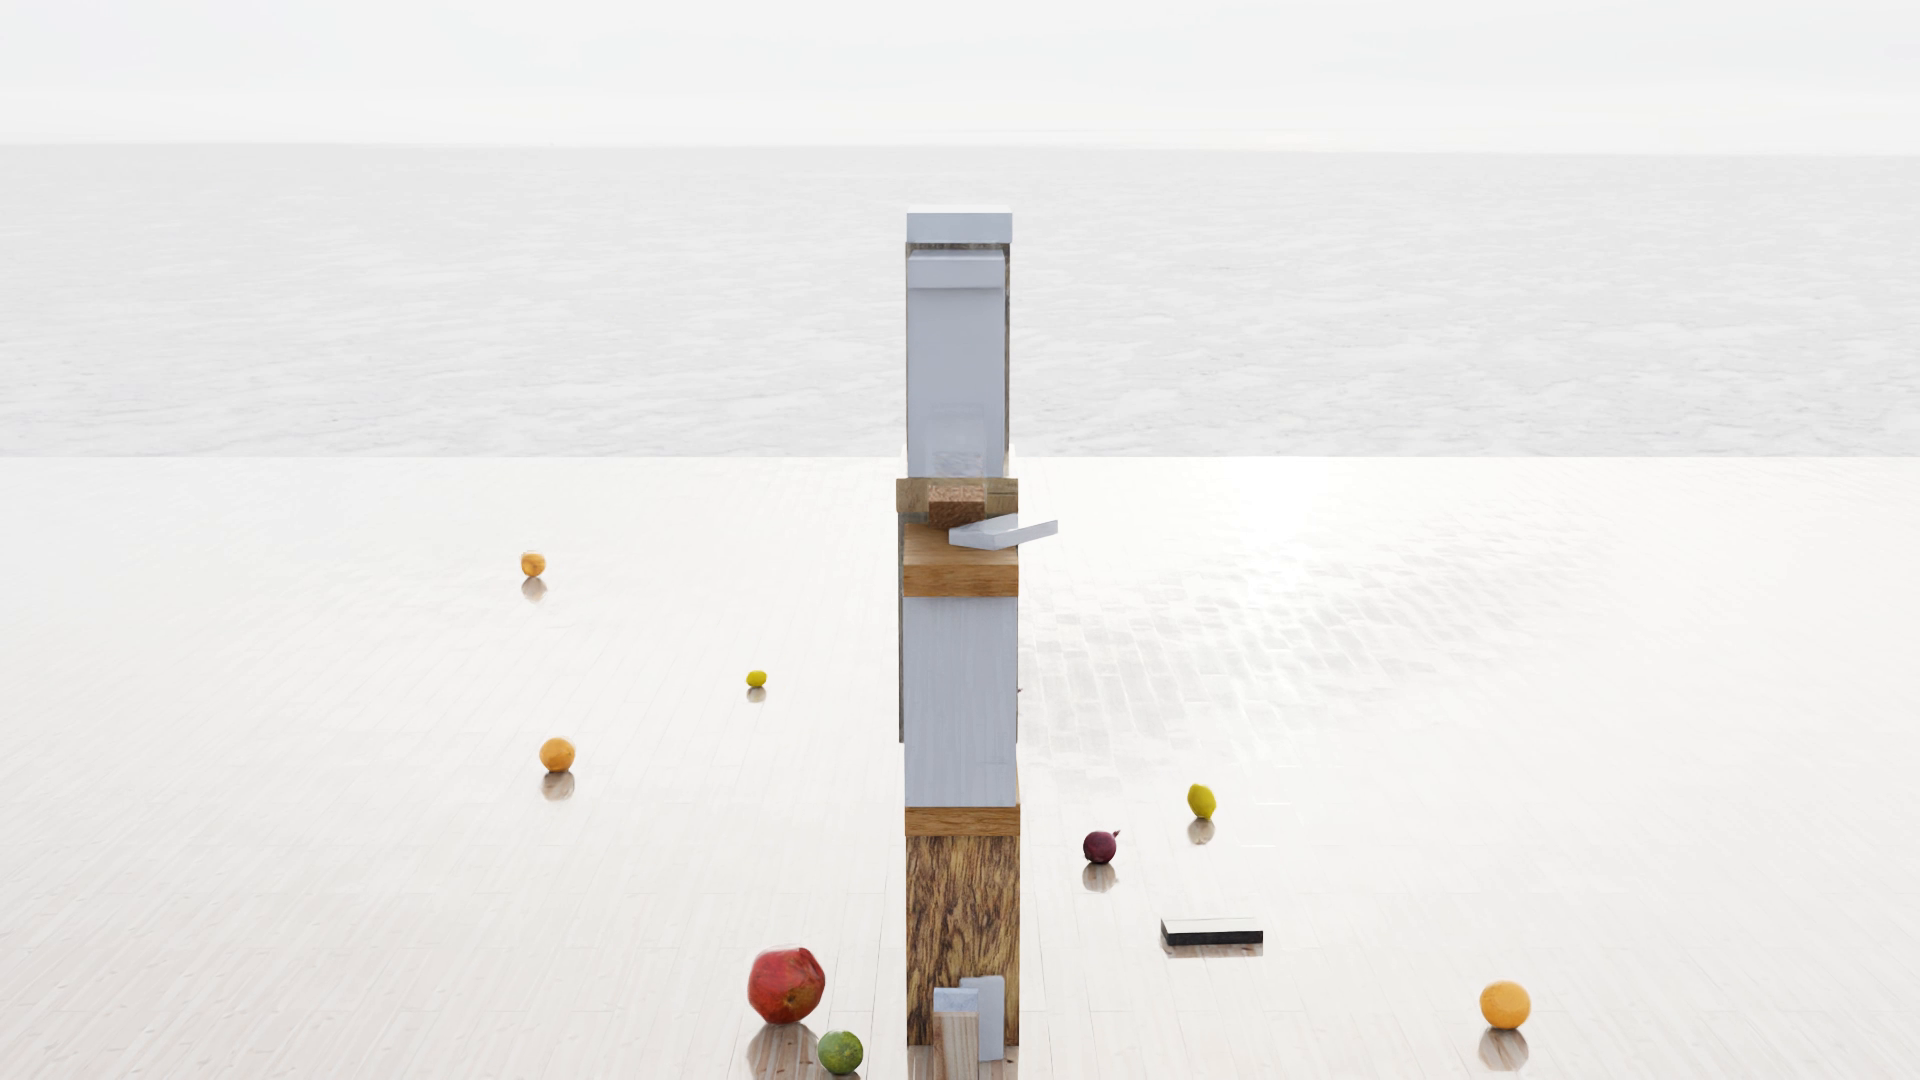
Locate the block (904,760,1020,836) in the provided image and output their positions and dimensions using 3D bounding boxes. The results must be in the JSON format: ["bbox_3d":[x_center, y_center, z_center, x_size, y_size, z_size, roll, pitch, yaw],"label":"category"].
[{"bbox_3d":[0.004,0.349,3.122,0.157,0.044,0.314,0,11,0],"label":"block"}]

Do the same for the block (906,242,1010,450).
[{"bbox_3d":[-0.003,-0.303,3.424,0.161,0.322,0.046,0,10,0],"label":"block"}]

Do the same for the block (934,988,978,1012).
[{"bbox_3d":[-0.005,0.662,2.959,0.059,0.118,0.017,1,11,4],"label":"block"}]

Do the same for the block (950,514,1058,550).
[{"bbox_3d":[0.061,-0.012,3.006,0.075,0.021,0.150,8,13,36],"label":"block"}]

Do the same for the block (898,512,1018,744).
[{"bbox_3d":[-0.003,0.123,3.252,0.176,0.353,0.050,0,10,0],"label":"block"}]

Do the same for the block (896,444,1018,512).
[{"bbox_3d":[-0.003,-0.096,3.331,0.176,0.050,0.353,0,11,0],"label":"block"}]

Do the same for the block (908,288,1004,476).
[{"bbox_3d":[-0.006,-0.228,3.155,0.136,0.272,0.039,0,8,0],"label":"block"}]

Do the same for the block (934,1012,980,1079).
[{"bbox_3d":[-0.005,0.677,2.880,0.059,0.118,0.017,0,11,0],"label":"block"}]

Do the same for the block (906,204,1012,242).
[{"bbox_3d":[-0.001,-0.505,3.499,0.161,0.046,0.322,0,11,0],"label":"block"}]

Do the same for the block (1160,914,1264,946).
[{"bbox_3d":[0.397,0.615,3.474,0.150,0.021,0.075,-1,11,-4],"label":"block"}]

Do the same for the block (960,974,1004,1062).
[{"bbox_3d":[0.029,0.654,3.000,0.059,0.118,0.017,-3,14,-14],"label":"block"}]

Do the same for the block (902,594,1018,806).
[{"bbox_3d":[0.000,0.209,2.934,0.149,0.299,0.042,0,16,0],"label":"block"}]

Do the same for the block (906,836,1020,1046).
[{"bbox_3d":[0.004,0.545,3.052,0.157,0.314,0.044,0,11,0],"label":"block"}]

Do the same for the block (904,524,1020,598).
[{"bbox_3d":[-0.001,0.025,2.985,0.149,0.042,0.299,0,11,-1],"label":"block"}]

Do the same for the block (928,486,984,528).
[{"bbox_3d":[-0.004,-0.044,3.015,0.075,0.021,0.150,0,-14,0],"label":"block"}]

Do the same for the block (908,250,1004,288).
[{"bbox_3d":[-0.004,-0.399,3.222,0.136,0.039,0.272,0,11,0],"label":"block"}]
